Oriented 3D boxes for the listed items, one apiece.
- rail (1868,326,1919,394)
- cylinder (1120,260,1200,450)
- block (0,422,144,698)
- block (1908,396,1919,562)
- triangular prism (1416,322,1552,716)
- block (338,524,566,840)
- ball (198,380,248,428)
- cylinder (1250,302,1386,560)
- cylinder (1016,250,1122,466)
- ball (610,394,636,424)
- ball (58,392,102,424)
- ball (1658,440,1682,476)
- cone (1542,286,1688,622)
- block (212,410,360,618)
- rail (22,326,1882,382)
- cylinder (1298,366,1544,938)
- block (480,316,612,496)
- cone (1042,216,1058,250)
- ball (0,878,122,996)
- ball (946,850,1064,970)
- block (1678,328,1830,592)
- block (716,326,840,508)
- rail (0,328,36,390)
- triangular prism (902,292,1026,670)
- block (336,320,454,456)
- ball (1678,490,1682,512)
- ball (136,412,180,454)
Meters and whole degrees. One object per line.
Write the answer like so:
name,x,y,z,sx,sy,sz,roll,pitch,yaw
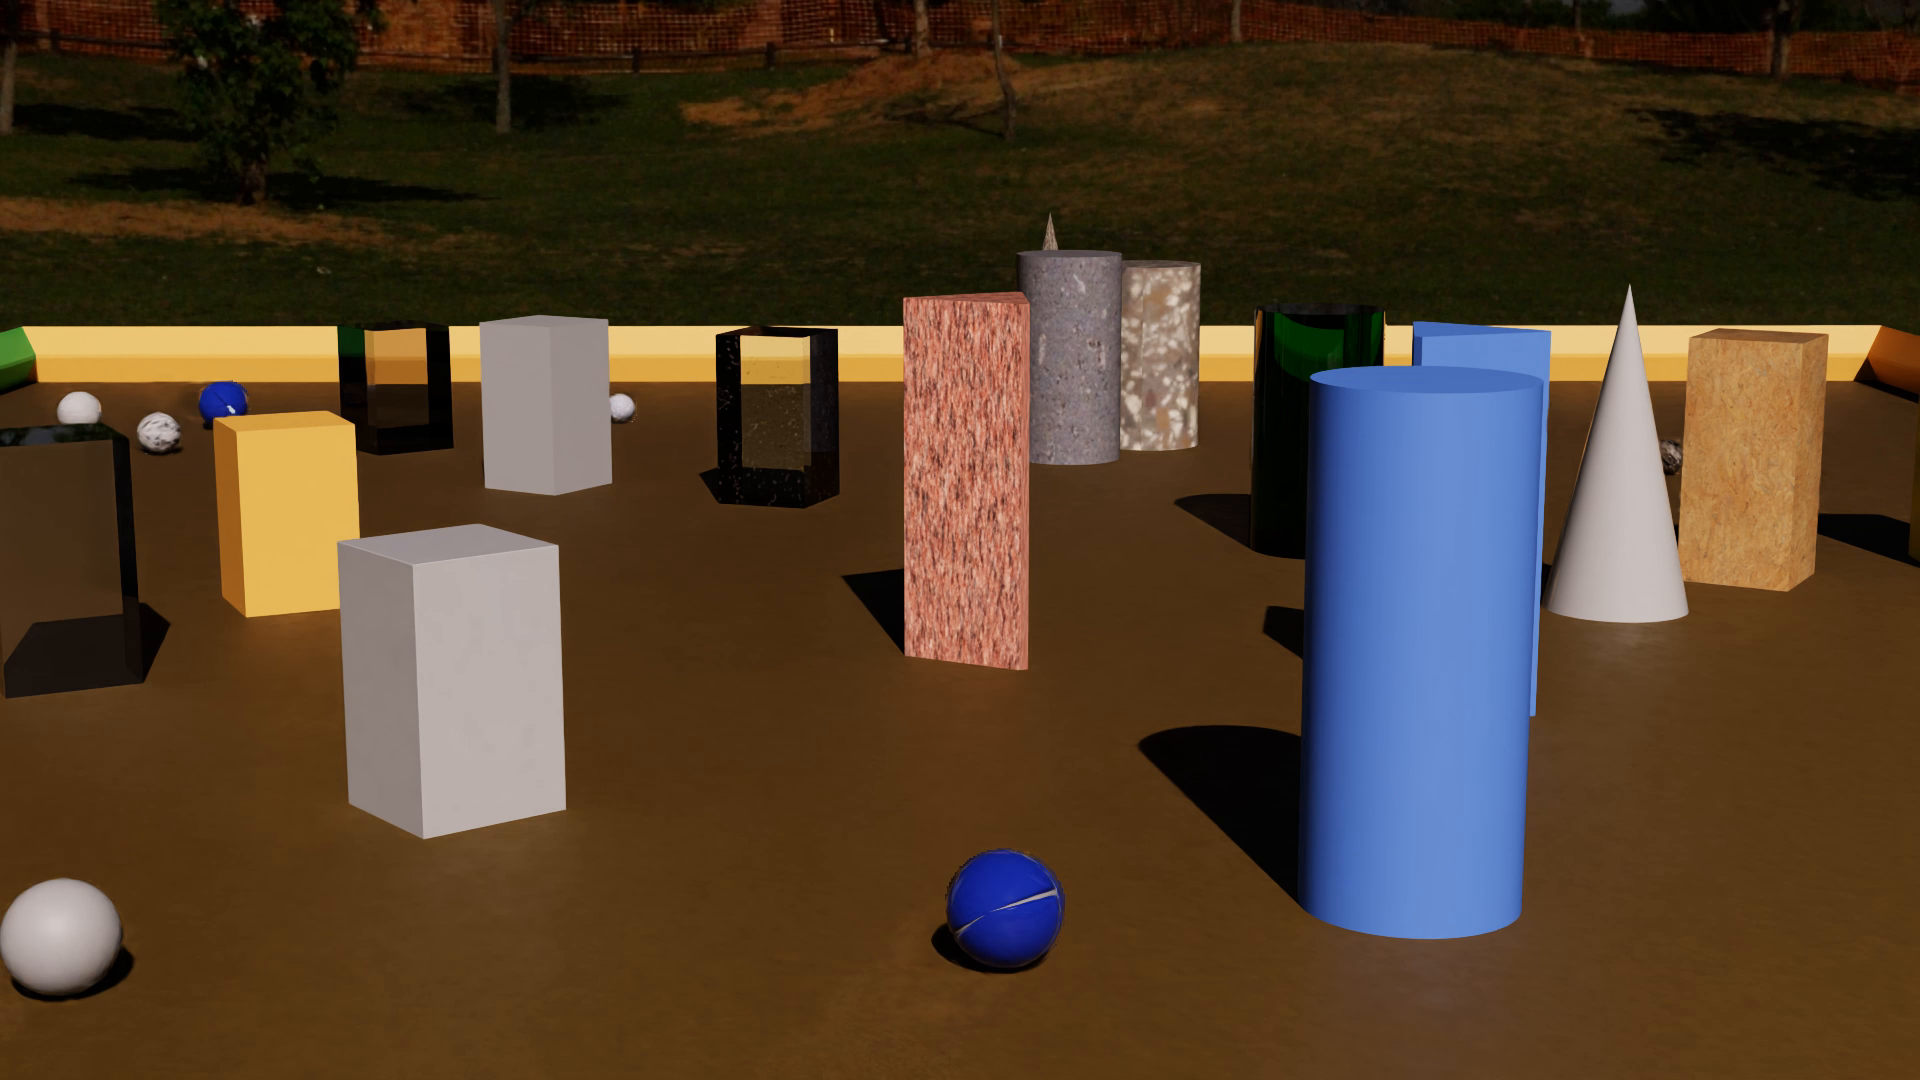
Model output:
rail,2.133,0.030,3.461,0.045,0.127,5.105,0,11,0
cylinder,0.366,-0.360,4.964,0.195,0.348,0.195,0,11,0
block,-1.080,0.020,3.061,0.156,0.295,0.156,-6,12,-29
block,1.499,-0.122,3.748,0.156,0.324,0.156,1,11,4
triangular prism,0.549,-0.023,2.910,0.169,0.436,0.147,-4,11,-20
block,-0.500,0.134,2.526,0.156,0.266,0.156,-9,14,-39
ball,-1.487,-0.272,5.178,0.098,0.098,0.098,0,11,0
cylinder,0.540,-0.167,3.880,0.195,0.365,0.195,0,11,0
cylinder,0.203,-0.343,4.784,0.195,0.381,0.195,0,11,0
ball,-0.698,-0.270,5.269,0.061,0.061,0.061,0,11,0
ball,-1.754,-0.254,5.112,0.086,0.086,0.086,0,11,0
ball,1.265,-0.149,4.604,0.065,0.065,0.065,0,11,0
cone,0.889,-0.125,3.446,0.195,0.440,0.195,0,11,0
block,-0.918,-0.039,3.503,0.156,0.250,0.156,-5,12,-27
rail,-0.015,-0.428,5.935,4.314,0.127,0.045,0,11,0
cylinder,0.395,0.091,2.218,0.195,0.463,0.195,0,11,0
block,-0.720,-0.237,4.467,0.156,0.289,0.156,6,12,30
cone,0.184,-0.457,5.269,0.195,0.429,0.195,0,11,0
ball,-0.711,0.314,2.030,0.093,0.093,0.093,0,11,0
ball,0.037,0.301,2.091,0.096,0.096,0.096,0,11,0
block,1.132,-0.118,3.663,0.156,0.348,0.156,6,12,31
block,-0.306,-0.210,4.330,0.156,0.284,0.156,4,11,19
rail,-2.133,0.035,3.437,0.045,0.127,5.105,0,11,0
triangular prism,0.039,-0.080,3.189,0.169,0.446,0.147,6,12,28
block,-1.083,-0.294,4.920,0.156,0.235,0.156,-8,13,-38
ball,1.178,-0.058,4.040,0.091,0.091,0.091,0,11,0
ball,-1.514,-0.201,4.847,0.079,0.079,0.079,0,11,0
